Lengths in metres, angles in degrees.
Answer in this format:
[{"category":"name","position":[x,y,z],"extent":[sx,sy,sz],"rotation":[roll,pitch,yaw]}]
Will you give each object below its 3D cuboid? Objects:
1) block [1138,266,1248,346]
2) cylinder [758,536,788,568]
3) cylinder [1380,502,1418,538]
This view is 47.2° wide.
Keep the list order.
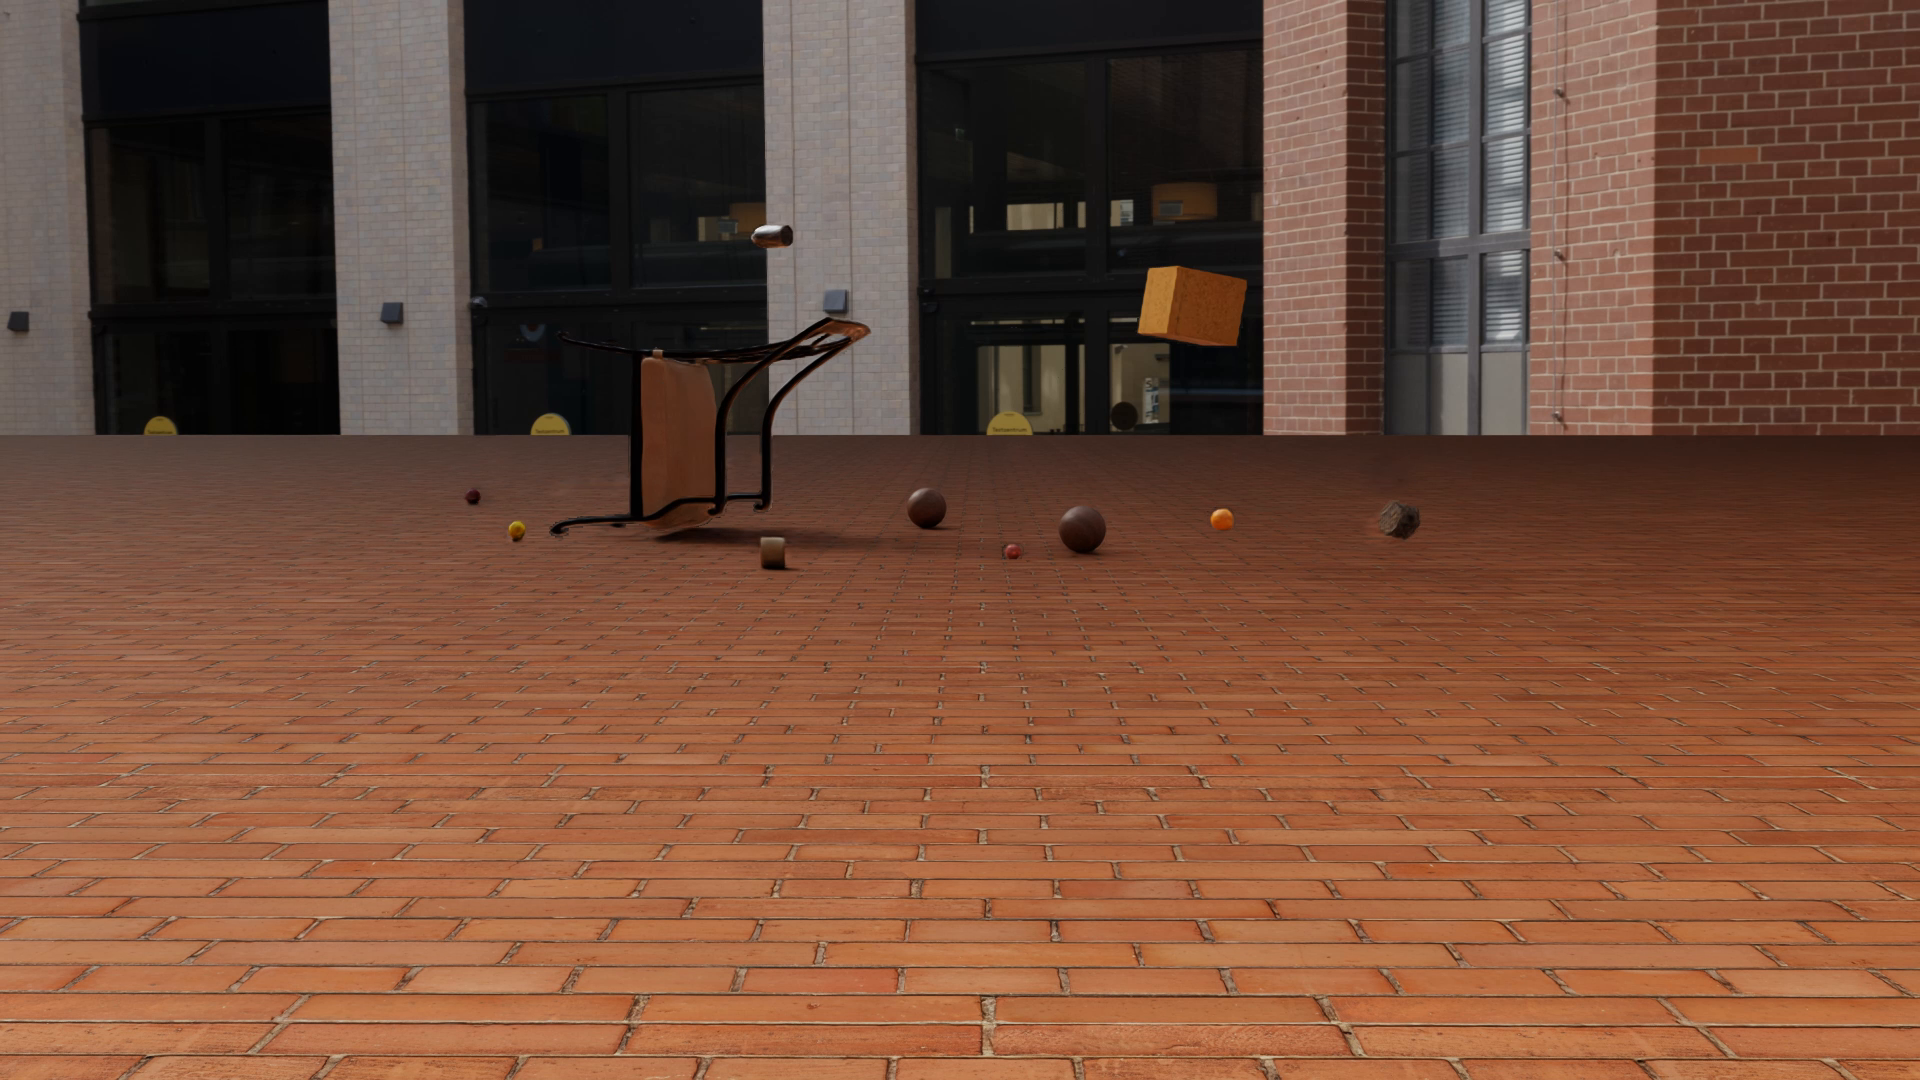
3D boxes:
[{"category":"block","position":[0.833,-0.837,7.890],"extent":[0.271,0.238,0.273],"rotation":[9,3,-18]},{"category":"cylinder","position":[-0.471,0.031,5.534],"extent":[0.058,0.078,0.067],"rotation":[-12,38,-9]},{"category":"cylinder","position":[1.289,-0.058,6.455],"extent":[0.081,0.099,0.074],"rotation":[11,7,-35]}]
